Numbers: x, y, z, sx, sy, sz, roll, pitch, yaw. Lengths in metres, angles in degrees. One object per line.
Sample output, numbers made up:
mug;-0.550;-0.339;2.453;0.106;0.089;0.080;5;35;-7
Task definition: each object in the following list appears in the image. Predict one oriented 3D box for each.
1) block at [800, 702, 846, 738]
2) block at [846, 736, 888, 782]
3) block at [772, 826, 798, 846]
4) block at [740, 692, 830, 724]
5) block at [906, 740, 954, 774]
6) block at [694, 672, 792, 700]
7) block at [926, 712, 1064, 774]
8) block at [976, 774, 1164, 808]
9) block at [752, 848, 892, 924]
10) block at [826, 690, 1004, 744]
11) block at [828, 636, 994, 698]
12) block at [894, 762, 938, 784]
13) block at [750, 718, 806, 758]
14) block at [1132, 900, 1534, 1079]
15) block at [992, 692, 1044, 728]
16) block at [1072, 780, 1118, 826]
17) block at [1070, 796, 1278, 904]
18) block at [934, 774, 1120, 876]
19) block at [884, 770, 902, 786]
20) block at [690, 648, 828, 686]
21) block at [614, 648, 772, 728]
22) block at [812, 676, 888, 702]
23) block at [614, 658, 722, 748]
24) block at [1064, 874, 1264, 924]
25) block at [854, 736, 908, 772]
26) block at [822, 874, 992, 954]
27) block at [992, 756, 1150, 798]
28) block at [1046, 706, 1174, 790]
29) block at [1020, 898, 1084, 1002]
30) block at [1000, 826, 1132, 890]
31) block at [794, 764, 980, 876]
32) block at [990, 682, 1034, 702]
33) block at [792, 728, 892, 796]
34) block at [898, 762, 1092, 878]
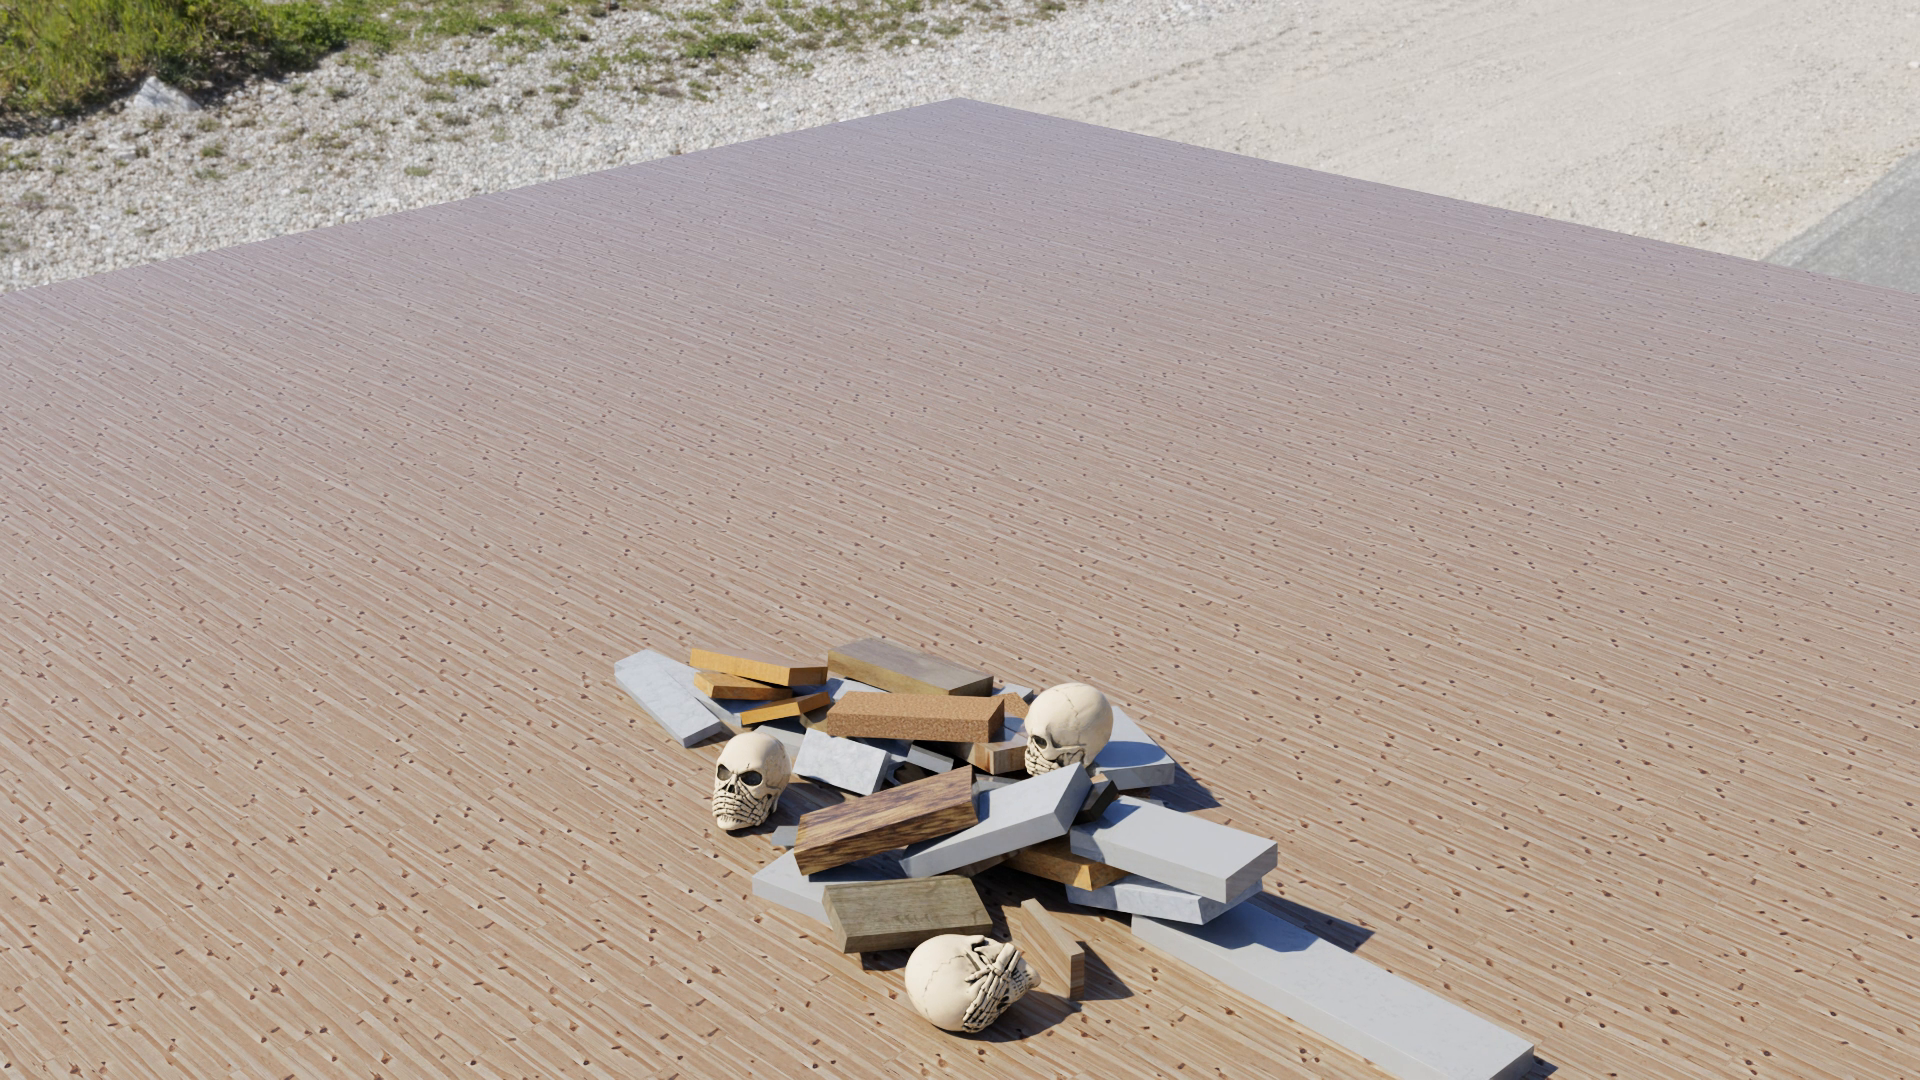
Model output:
block;-0.246;0.418;4.674;0.094;0.027;0.187;-16;43;-39
block;-0.178;0.450;4.611;0.063;0.018;0.127;-23;58;-43
block;-0.332;0.580;4.314;0.063;0.018;0.125;1;2;2
block;-0.378;0.363;4.751;0.187;0.027;0.094;-14;2;43
block;-0.060;0.449;4.552;0.092;0.026;0.184;20;2;1
block;-0.480;0.325;4.868;0.196;0.028;0.098;5;11;-32
block;0.051;0.410;4.632;0.171;0.048;0.363;-8;13;-29
block;0.209;0.517;4.350;0.381;0.046;0.162;8;-2;3
block;-0.237;0.663;4.148;0.282;0.040;0.141;15;27;31
block;-0.091;0.369;4.602;0.341;0.048;0.171;2;12;12
block;-0.113;0.299;4.956;0.341;0.048;0.171;16;17;34
block;-0.063;0.502;4.508;0.138;0.020;0.069;32;37;29
block;-0.345;0.429;4.716;0.187;0.027;0.094;12;26;26
block;0.636;0.782;3.854;0.175;0.050;0.738;-21;31;-40
block;0.125;0.378;4.815;0.063;0.018;0.125;-7;32;-29
block;0.198;0.503;4.127;0.191;0.027;0.095;-18;19;40
block;0.389;0.561;4.015;0.340;0.048;0.170;13;25;38
block;0.102;0.565;4.195;0.422;0.027;0.095;-25;20;-6
block;-0.112;0.488;4.549;0.127;0.018;0.063;34;38;32
block;-0.453;0.284;4.948;0.282;0.040;0.141;9;3;33
block;-0.602;0.331;4.946;0.410;0.028;0.098;18;29;36
block;-0.225;0.352;4.898;0.184;0.026;0.092;10;25;23
block;-0.645;0.356;4.845;0.092;0.026;0.331;-25;35;-25
block;0.373;0.636;4.066;0.170;0.048;0.340;-21;13;-40
block;-0.161;0.432;4.588;0.063;0.018;0.127;-11;38;-32
block;-0.097;0.682;4.024;0.282;0.040;0.141;-1;32;-22
block;0.229;0.499;4.526;0.325;0.046;0.162;2;23;5
block;0.308;0.431;4.565;0.162;0.046;0.325;-5;18;-17
block;0.164;0.729;3.920;0.027;0.095;0.191;-10;25;-23
block;0.202;0.588;4.202;0.170;0.048;0.340;-17;13;-35
block;-0.137;0.533;4.192;0.350;0.050;0.175;-17;16;6
block;0.105;0.357;4.896;0.063;0.018;0.125;13;26;28
block;-0.245;0.462;4.552;0.196;0.098;0.028;13;-12;29
block;0.067;0.530;4.133;0.350;0.050;0.175;-22;16;29
